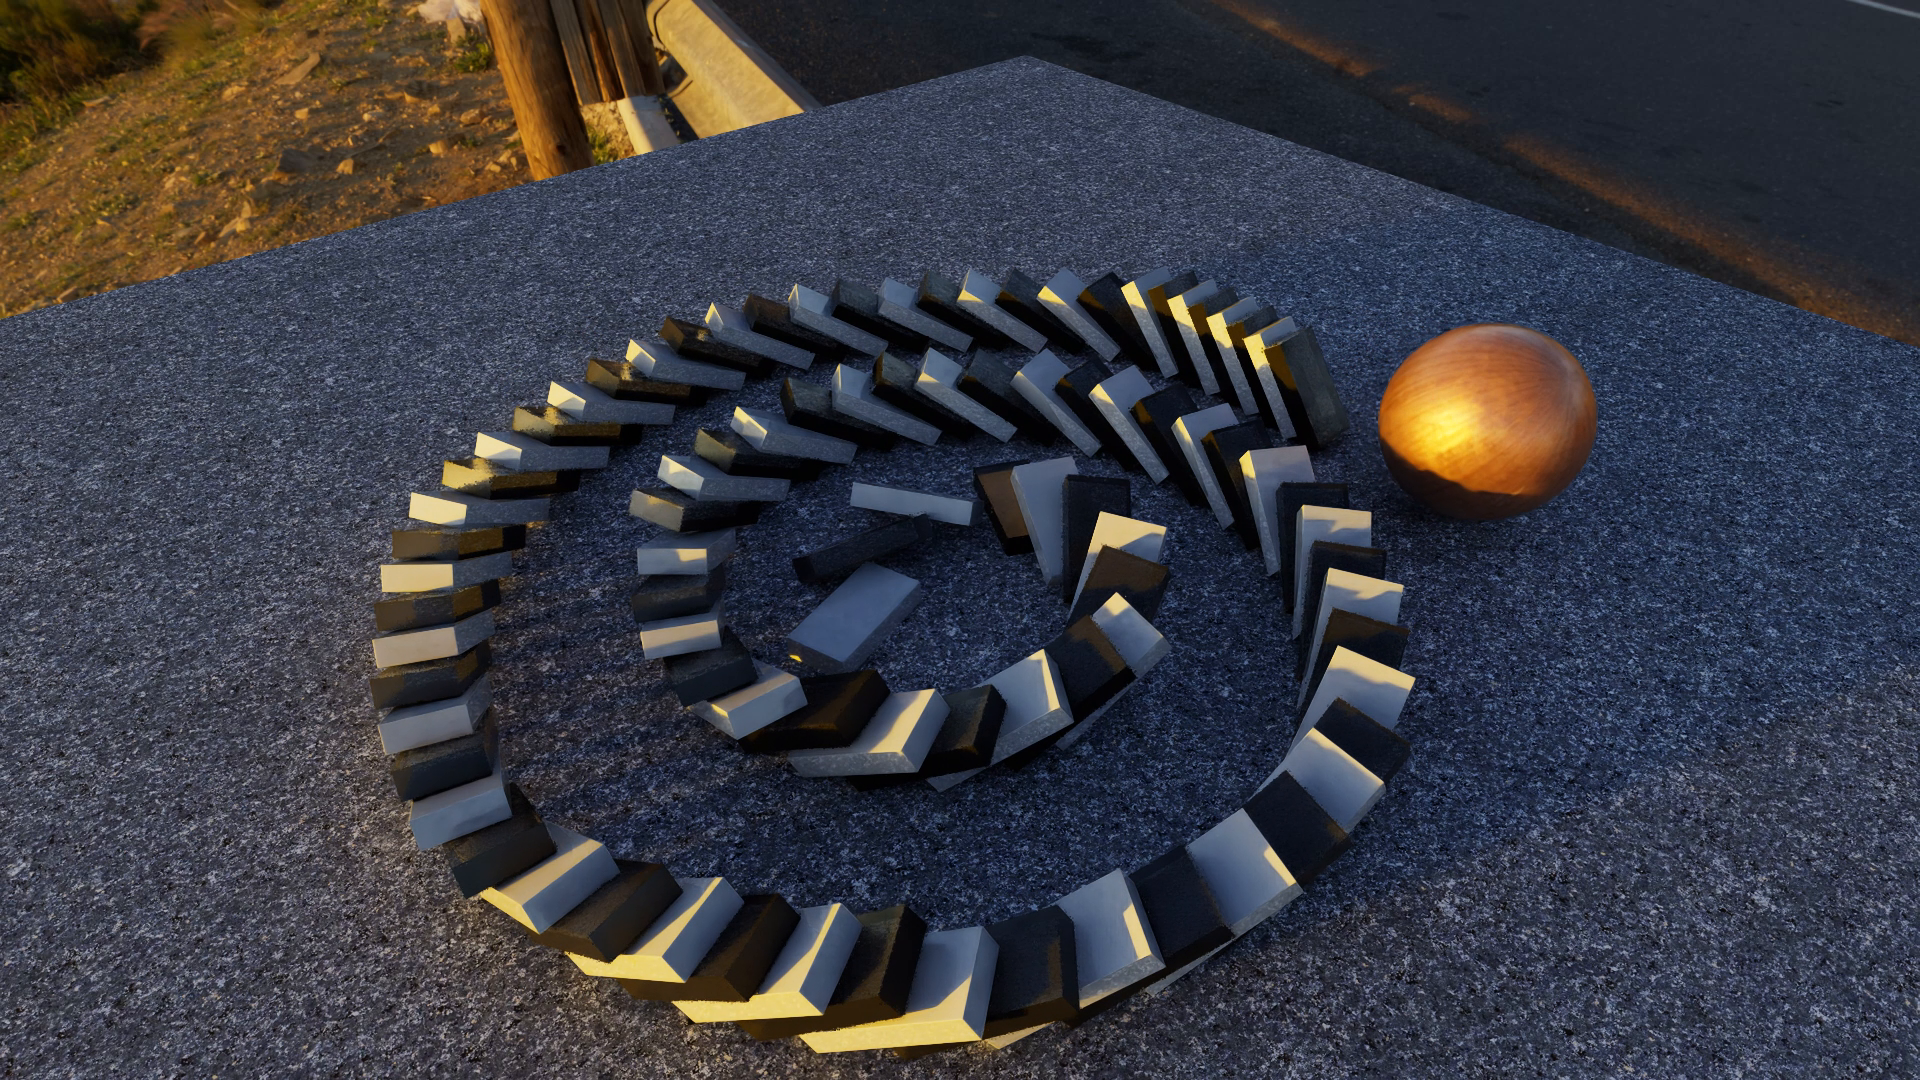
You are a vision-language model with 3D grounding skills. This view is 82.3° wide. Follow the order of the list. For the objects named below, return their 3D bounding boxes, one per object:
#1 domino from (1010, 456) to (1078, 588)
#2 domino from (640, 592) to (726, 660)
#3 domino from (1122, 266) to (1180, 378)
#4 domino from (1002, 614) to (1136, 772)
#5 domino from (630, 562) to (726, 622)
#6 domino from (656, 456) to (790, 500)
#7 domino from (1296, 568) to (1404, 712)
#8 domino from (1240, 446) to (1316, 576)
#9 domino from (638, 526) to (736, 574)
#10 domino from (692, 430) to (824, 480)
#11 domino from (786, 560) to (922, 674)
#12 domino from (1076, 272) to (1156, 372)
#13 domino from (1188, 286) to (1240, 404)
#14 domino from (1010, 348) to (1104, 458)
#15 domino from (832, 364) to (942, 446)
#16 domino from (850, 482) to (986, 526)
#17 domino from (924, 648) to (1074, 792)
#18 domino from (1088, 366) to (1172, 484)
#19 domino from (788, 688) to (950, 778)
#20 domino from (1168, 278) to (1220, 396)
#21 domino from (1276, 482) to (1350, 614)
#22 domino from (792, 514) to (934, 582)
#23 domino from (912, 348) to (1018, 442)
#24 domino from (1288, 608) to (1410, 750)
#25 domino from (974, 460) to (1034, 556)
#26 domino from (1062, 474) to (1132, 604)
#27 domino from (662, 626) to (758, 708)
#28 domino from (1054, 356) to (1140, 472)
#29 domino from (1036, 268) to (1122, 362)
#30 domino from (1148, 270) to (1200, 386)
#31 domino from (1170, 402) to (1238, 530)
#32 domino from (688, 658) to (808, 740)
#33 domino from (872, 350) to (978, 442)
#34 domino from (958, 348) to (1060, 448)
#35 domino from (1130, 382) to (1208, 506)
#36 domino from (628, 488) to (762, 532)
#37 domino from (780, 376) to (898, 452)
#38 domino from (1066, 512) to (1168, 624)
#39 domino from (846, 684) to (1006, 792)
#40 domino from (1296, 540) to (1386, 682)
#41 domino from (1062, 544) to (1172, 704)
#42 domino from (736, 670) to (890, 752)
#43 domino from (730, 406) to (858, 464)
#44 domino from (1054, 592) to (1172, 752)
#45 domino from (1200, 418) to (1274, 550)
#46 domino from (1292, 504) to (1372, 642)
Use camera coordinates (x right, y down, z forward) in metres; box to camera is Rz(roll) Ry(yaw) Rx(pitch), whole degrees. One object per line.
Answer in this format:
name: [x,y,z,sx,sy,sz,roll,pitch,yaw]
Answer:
domino: [0.040,-0.008,0.438,0.025,0.009,0.050,-11,65,-13]
domino: [-0.097,0.029,0.388,0.025,0.009,0.050,-9,10,-9]
domino: [0.103,-0.109,0.549,0.025,0.050,0.009,-31,7,-32]
domino: [0.030,0.050,0.361,0.050,0.009,0.025,-39,48,6]
domino: [-0.102,0.018,0.401,0.025,0.009,0.050,-8,10,-4]
domino: [-0.097,-0.025,0.455,0.025,0.010,0.050,27,16,30]
domino: [0.134,0.037,0.377,0.025,0.009,0.050,14,74,12]
domino: [0.130,-0.012,0.437,0.025,0.010,0.050,-6,72,-11]
domino: [-0.104,0.003,0.421,0.025,0.010,0.050,0,10,0]
domino: [-0.085,-0.036,0.468,0.025,0.009,0.050,33,19,33]
domino: [-0.039,0.029,0.408,0.025,0.010,0.050,21,44,24]
domino: [0.086,-0.112,0.561,0.050,0.010,0.025,48,53,6]
domino: [0.130,-0.093,0.529,0.025,0.050,0.010,-31,11,-32]
domino: [0.049,-0.063,0.502,0.050,0.010,0.025,43,50,4]
domino: [-0.034,-0.061,0.501,0.050,0.010,0.025,19,34,-22]
domino: [-0.017,-0.015,0.452,0.050,0.010,0.025,10,5,12]
domino: [0.010,0.058,0.353,0.050,0.010,0.025,-30,38,14]
domino: [0.082,-0.051,0.485,0.025,0.009,0.050,-31,80,-35]
domino: [-0.029,0.061,0.348,0.050,0.009,0.025,-12,33,38]
domino: [0.122,-0.099,0.535,0.025,0.050,0.010,-31,11,-32]
domino: [0.136,0.003,0.420,0.025,0.009,0.050,1,71,2]
domino: [-0.038,0.003,0.429,0.050,0.009,0.025,-21,4,-23]
domino: [0.004,-0.066,0.504,0.050,0.010,0.025,29,34,-14]
domino: [0.128,0.050,0.362,0.025,0.009,0.050,17,74,18]
domino: [0.024,-0.014,0.461,0.025,0.010,0.050,-10,40,-12]
domino: [0.053,0.000,0.424,0.025,0.009,0.050,5,66,-7]
domino: [-0.086,0.042,0.371,0.025,0.010,0.050,-21,12,-17]
domino: [0.068,-0.057,0.494,0.025,0.010,0.050,-35,81,-35]
domino: [0.065,-0.116,0.566,0.050,0.010,0.025,40,46,-2]
domino: [0.113,-0.104,0.542,0.025,0.050,0.009,-29,11,-32]
domino: [0.112,-0.031,0.462,0.025,0.009,0.050,-18,73,-20]
domino: [-0.072,0.051,0.363,0.025,0.009,0.050,-25,15,-27]
domino: [-0.016,-0.065,0.502,0.050,0.010,0.025,26,32,-20]
domino: [0.024,-0.065,0.503,0.050,0.010,0.025,32,38,-10]
domino: [0.098,-0.042,0.475,0.025,0.009,0.050,-24,77,-28]
domino: [-0.105,-0.013,0.440,0.025,0.010,0.050,19,12,22]
domino: [-0.054,-0.056,0.494,0.050,0.010,0.025,14,32,-29]
domino: [0.057,0.017,0.402,0.025,0.009,0.050,15,76,16]
domino: [-0.011,0.063,0.347,0.050,0.010,0.025,-18,31,30]
domino: [0.136,0.027,0.391,0.025,0.009,0.050,8,73,10]
domino: [0.053,0.029,0.387,0.025,0.009,0.050,21,77,23]
domino: [-0.049,0.056,0.356,0.050,0.009,0.025,-12,27,39]
domino: [-0.072,-0.045,0.480,0.050,0.010,0.025,4,26,-47]
domino: [0.044,0.044,0.370,0.050,0.010,0.025,-43,48,0]
domino: [0.121,-0.023,0.450,0.025,0.009,0.050,-14,75,-20]
domino: [0.138,0.013,0.406,0.025,0.010,0.050,6,72,3]
